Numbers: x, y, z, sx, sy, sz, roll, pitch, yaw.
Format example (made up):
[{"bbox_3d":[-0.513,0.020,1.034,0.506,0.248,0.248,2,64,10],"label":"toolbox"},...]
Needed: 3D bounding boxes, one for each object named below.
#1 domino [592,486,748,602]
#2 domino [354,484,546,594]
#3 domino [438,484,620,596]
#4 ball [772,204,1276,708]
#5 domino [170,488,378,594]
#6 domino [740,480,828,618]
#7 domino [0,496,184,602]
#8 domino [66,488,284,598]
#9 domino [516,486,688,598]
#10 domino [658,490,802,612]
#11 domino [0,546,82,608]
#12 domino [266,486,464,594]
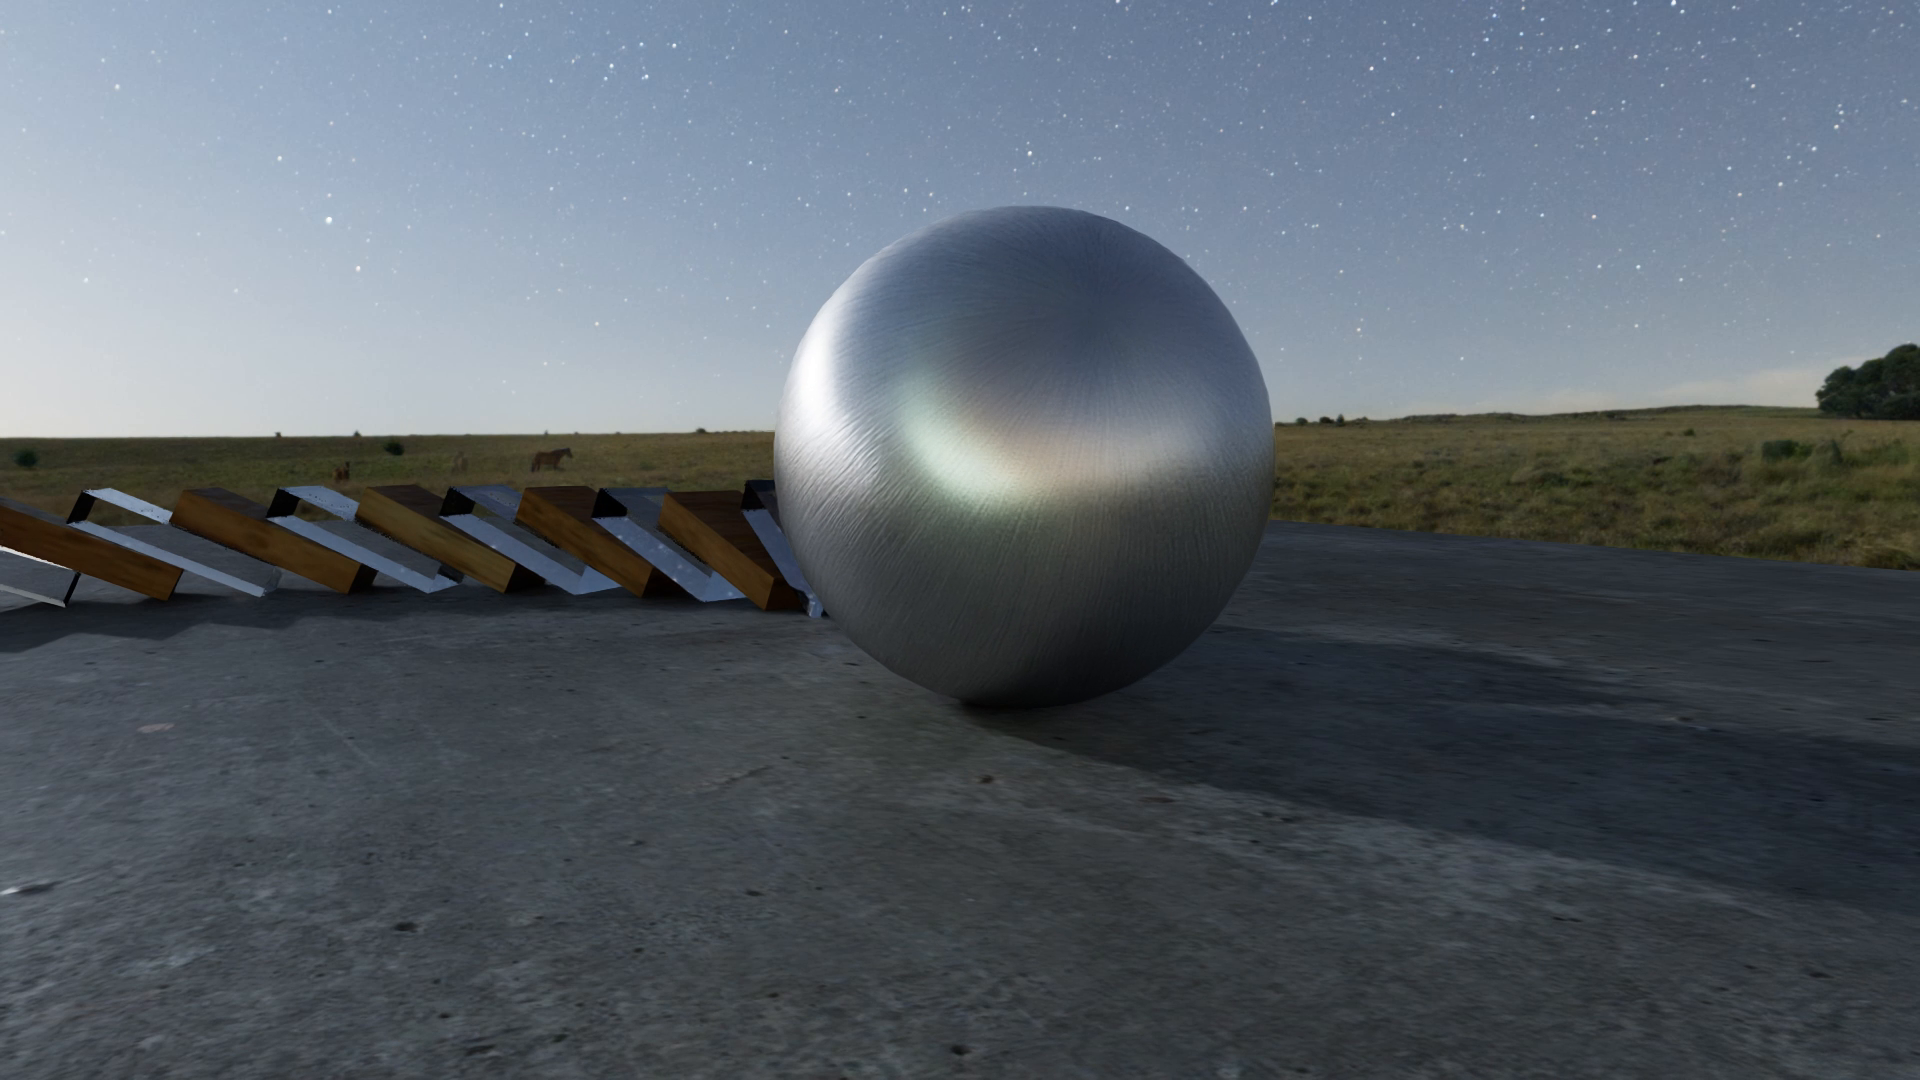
[{"bbox_3d":[-0.078,0.000,0.363,0.050,0.009,0.025,32,20,30],"label":"domino"},{"bbox_3d":[-0.148,-0.001,0.379,0.050,0.009,0.025,26,7,5],"label":"domino"},{"bbox_3d":[-0.124,-0.001,0.377,0.050,0.010,0.025,28,12,14],"label":"domino"},{"bbox_3d":[0.010,-0.013,0.208,0.080,0.080,0.080,0,4,0],"label":"ball"},{"bbox_3d":[-0.196,0.000,0.370,0.050,0.010,0.025,25,0,-11],"label":"domino"},{"bbox_3d":[-0.036,0.001,0.335,0.025,0.010,0.050,-3,35,-32],"label":"domino"},{"bbox_3d":[-0.238,0.002,0.346,0.050,0.009,0.025,26,-8,-27],"label":"domino"},{"bbox_3d":[-0.218,0.001,0.360,0.050,0.010,0.025,25,-4,-19],"label":"domino"},{"bbox_3d":[-0.101,0.000,0.372,0.050,0.009,0.025,29,15,21],"label":"domino"},{"bbox_3d":[-0.057,0.002,0.349,0.050,0.009,0.025,34,25,35],"label":"domino"},{"bbox_3d":[-0.257,0.004,0.330,0.050,0.010,0.025,25,-12,-35],"label":"domino"},{"bbox_3d":[-0.172,-0.001,0.376,0.050,0.009,0.025,25,4,-3],"label":"domino"}]
